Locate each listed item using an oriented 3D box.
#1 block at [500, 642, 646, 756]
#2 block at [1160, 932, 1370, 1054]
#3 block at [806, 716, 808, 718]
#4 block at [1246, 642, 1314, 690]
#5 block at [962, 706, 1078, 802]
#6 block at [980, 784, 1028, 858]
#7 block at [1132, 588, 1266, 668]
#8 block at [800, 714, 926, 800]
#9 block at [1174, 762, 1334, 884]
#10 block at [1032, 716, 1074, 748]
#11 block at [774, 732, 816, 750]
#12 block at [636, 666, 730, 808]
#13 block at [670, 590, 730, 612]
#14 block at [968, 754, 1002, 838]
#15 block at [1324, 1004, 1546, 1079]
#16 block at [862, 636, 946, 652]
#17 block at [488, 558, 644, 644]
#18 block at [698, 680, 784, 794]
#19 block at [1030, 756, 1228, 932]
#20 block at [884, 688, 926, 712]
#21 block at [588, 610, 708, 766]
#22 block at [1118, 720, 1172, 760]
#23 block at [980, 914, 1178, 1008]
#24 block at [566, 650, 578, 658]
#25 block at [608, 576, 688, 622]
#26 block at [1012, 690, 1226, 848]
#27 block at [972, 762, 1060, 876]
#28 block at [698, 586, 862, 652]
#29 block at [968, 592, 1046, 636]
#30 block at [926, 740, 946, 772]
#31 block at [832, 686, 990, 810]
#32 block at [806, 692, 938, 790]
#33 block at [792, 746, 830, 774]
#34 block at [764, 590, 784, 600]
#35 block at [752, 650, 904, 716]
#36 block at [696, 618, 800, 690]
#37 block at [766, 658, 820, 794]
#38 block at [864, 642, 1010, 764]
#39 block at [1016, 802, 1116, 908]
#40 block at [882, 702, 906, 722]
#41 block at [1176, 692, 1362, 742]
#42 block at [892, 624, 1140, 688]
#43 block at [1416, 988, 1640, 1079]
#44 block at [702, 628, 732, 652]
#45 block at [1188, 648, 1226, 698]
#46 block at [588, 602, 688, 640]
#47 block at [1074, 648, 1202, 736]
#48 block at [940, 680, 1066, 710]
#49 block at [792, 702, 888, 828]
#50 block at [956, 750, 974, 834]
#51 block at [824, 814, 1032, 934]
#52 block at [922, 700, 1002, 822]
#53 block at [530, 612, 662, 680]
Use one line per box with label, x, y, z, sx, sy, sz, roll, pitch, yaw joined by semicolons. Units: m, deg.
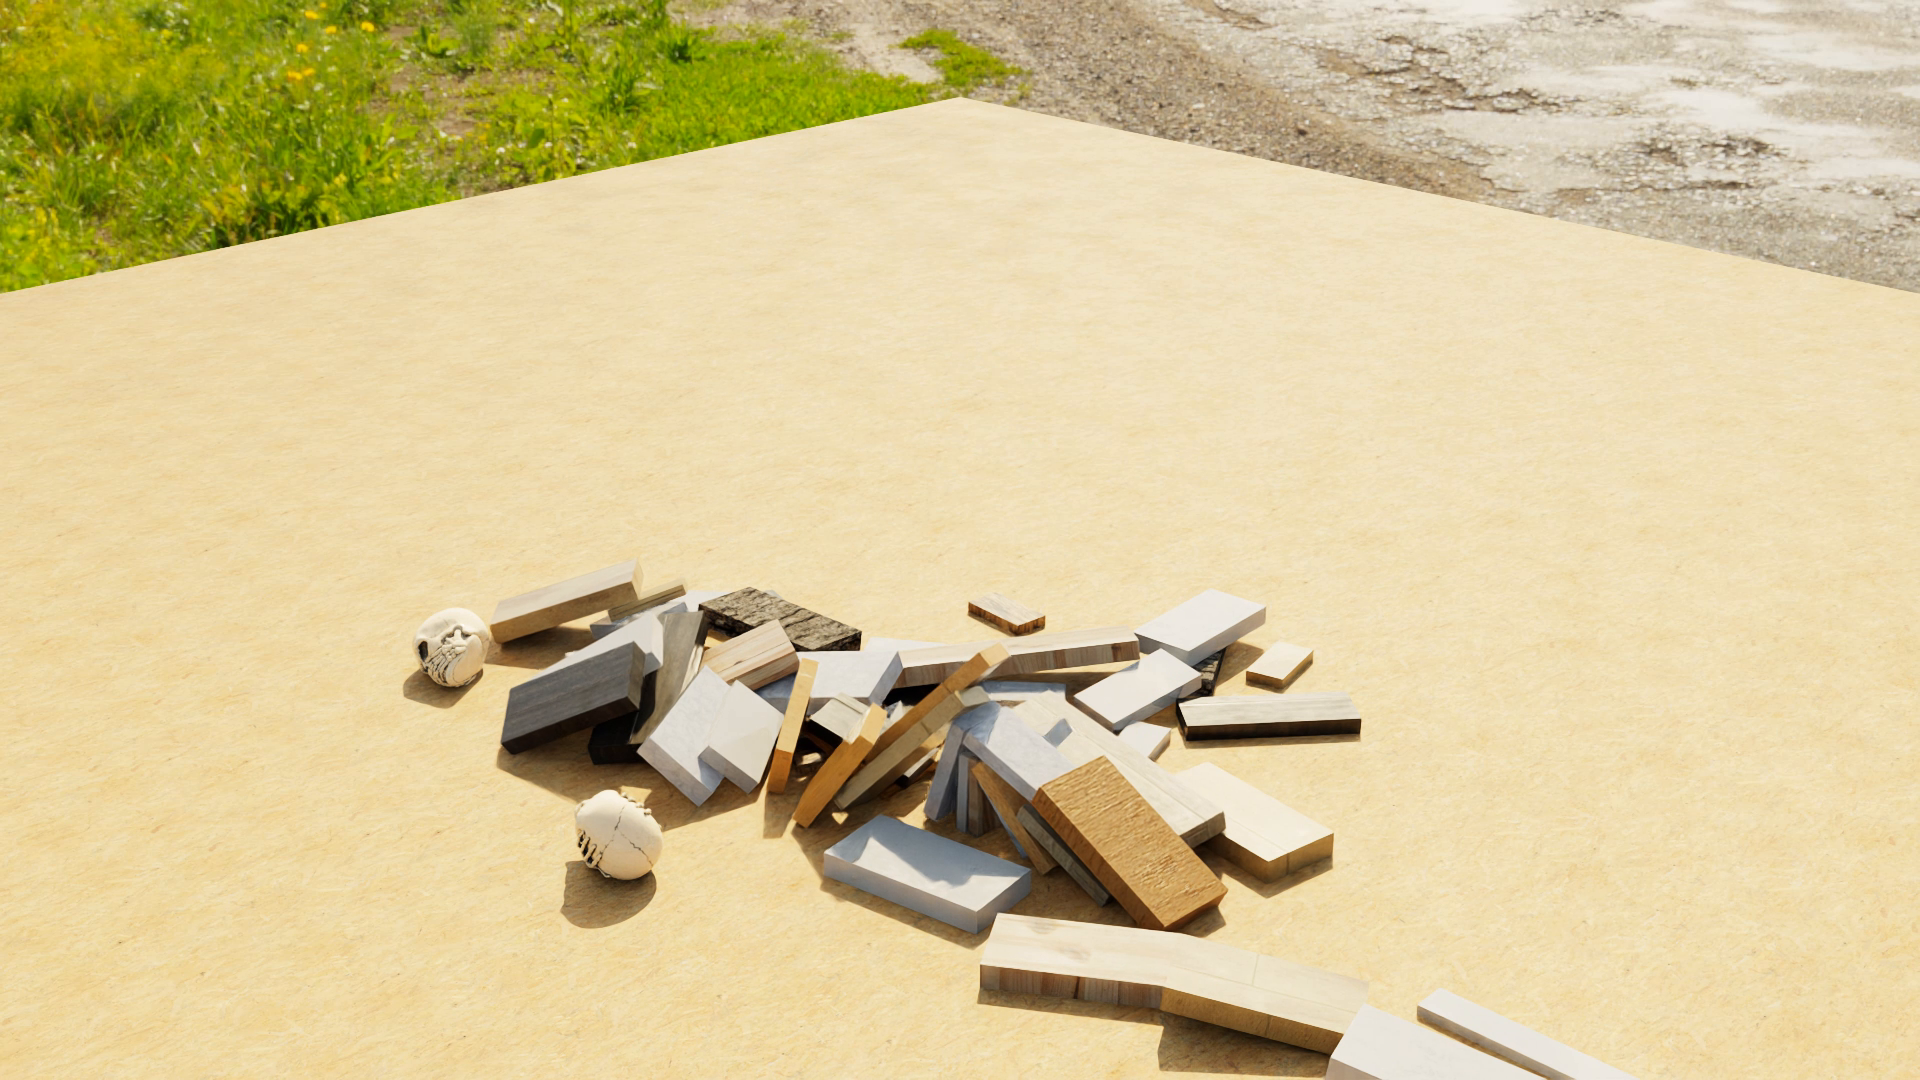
block;-0.822;0.337;4.673;0.318;0.045;0.159;-21;41;18
block;0.527;0.785;3.787;0.339;0.048;0.170;13;25;9
block;-0.292;0.396;4.733;0.075;0.021;0.150;-10;6;-34
block;0.735;0.287;5.053;0.090;0.026;0.180;13;26;28
block;0.137;0.436;4.276;0.247;0.035;0.123;40;41;19
block;0.115;0.530;4.324;0.087;0.174;0.025;-24;-9;-43
block;0.556;0.203;5.109;0.159;0.045;0.318;18;29;37
block;-0.201;0.436;4.590;0.247;0.035;0.123;37;39;26
block;0.550;0.559;4.379;0.180;0.051;0.359;-17;28;-34
block;0.104;0.437;4.494;0.254;0.036;0.127;-24;11;47
block;-0.314;0.423;4.698;0.150;0.021;0.075;-10;6;-27
block;-0.540;0.407;4.612;0.171;0.048;0.341;42;26;-6
block;-0.615;0.160;5.293;0.187;0.027;0.094;1;33;25
block;0.055;0.496;4.367;0.025;0.174;0.087;20;31;38
block;0.782;0.879;3.563;0.339;0.048;0.170;20;29;21
block;-0.130;0.263;5.108;0.180;0.025;0.090;5;23;11
block;-0.929;0.144;5.209;0.351;0.050;0.175;-17;17;2
block;-0.457;0.411;4.623;0.132;0.037;0.264;38;26;-11
block;0.318;0.576;4.139;0.180;0.051;0.359;-21;57;-40
block;-0.100;0.377;4.842;0.080;0.023;0.160;-9;25;-20
block;-0.674;0.317;4.784;0.175;0.050;0.435;-6;36;10
block;0.375;0.442;4.686;0.090;0.026;0.181;11;25;24
block;0.218;0.751;3.929;0.339;0.048;0.170;5;23;11
block;-0.766;0.274;5.069;0.254;0.036;0.127;-13;26;-28
block;-0.732;0.139;5.171;0.187;0.027;0.094;-20;11;0
block;0.290;0.474;4.480;0.159;0.045;0.607;-25;32;-23
block;0.139;0.521;4.289;0.123;0.035;0.247;-23;74;-43
block;-0.419;0.202;5.094;0.351;0.050;0.175;19;24;33
block;0.113;0.177;5.311;0.090;0.025;0.180;-18;29;-37
block;-0.043;0.442;4.668;0.080;0.023;0.160;-4;21;21
block;-0.098;0.415;4.385;0.037;0.347;0.132;53;20;13
block;-0.181;0.415;4.566;0.247;0.035;0.123;29;36;17
block;-0.284;0.456;4.658;0.150;0.021;0.075;-9;25;-20
block;-0.453;0.192;5.261;0.127;0.036;0.254;-12;26;-27
block;-0.313;0.314;4.829;0.341;0.048;0.171;-2;32;26
block;-0.533;0.298;4.863;0.341;0.048;0.171;-24;28;-8
block;-0.348;0.385;4.579;0.037;0.132;0.264;15;42;-2
block;-0.051;0.330;4.404;0.036;0.337;0.127;51;19;7
block;0.235;0.583;4.211;0.123;0.035;0.247;-21;56;-42
block;-0.155;0.407;4.736;0.080;0.023;0.160;-23;23;5
block;0.673;0.384;4.808;0.382;0.037;0.131;-2;23;-5
block;0.080;0.266;4.973;0.634;0.045;0.159;-6;11;-4
block;1.358;1.004;3.367;1.489;0.021;0.072;20;30;39
block;-0.480;0.256;5.052;0.468;0.036;0.127;11;20;14
block;0.524;0.266;5.077;0.159;0.045;0.318;5;24;13
block;-0.749;0.188;5.132;0.130;0.037;0.261;-27;13;-32
block;0.393;0.335;4.856;0.261;0.037;0.131;-26;40;-30
block;0.093;0.345;4.876;0.280;0.026;0.090;2;23;4
block;-0.240;0.451;4.397;0.036;0.254;0.127;35;27;-7
block;0.033;0.490;4.383;0.025;0.174;0.087;22;31;37
block;-0.064;0.635;4.200;0.359;0.051;0.180;16;27;32
block;0.007;0.443;4.404;0.035;0.247;0.123;37;39;27
block;-0.796;0.288;4.796;0.318;0.045;0.159;-28;30;9
